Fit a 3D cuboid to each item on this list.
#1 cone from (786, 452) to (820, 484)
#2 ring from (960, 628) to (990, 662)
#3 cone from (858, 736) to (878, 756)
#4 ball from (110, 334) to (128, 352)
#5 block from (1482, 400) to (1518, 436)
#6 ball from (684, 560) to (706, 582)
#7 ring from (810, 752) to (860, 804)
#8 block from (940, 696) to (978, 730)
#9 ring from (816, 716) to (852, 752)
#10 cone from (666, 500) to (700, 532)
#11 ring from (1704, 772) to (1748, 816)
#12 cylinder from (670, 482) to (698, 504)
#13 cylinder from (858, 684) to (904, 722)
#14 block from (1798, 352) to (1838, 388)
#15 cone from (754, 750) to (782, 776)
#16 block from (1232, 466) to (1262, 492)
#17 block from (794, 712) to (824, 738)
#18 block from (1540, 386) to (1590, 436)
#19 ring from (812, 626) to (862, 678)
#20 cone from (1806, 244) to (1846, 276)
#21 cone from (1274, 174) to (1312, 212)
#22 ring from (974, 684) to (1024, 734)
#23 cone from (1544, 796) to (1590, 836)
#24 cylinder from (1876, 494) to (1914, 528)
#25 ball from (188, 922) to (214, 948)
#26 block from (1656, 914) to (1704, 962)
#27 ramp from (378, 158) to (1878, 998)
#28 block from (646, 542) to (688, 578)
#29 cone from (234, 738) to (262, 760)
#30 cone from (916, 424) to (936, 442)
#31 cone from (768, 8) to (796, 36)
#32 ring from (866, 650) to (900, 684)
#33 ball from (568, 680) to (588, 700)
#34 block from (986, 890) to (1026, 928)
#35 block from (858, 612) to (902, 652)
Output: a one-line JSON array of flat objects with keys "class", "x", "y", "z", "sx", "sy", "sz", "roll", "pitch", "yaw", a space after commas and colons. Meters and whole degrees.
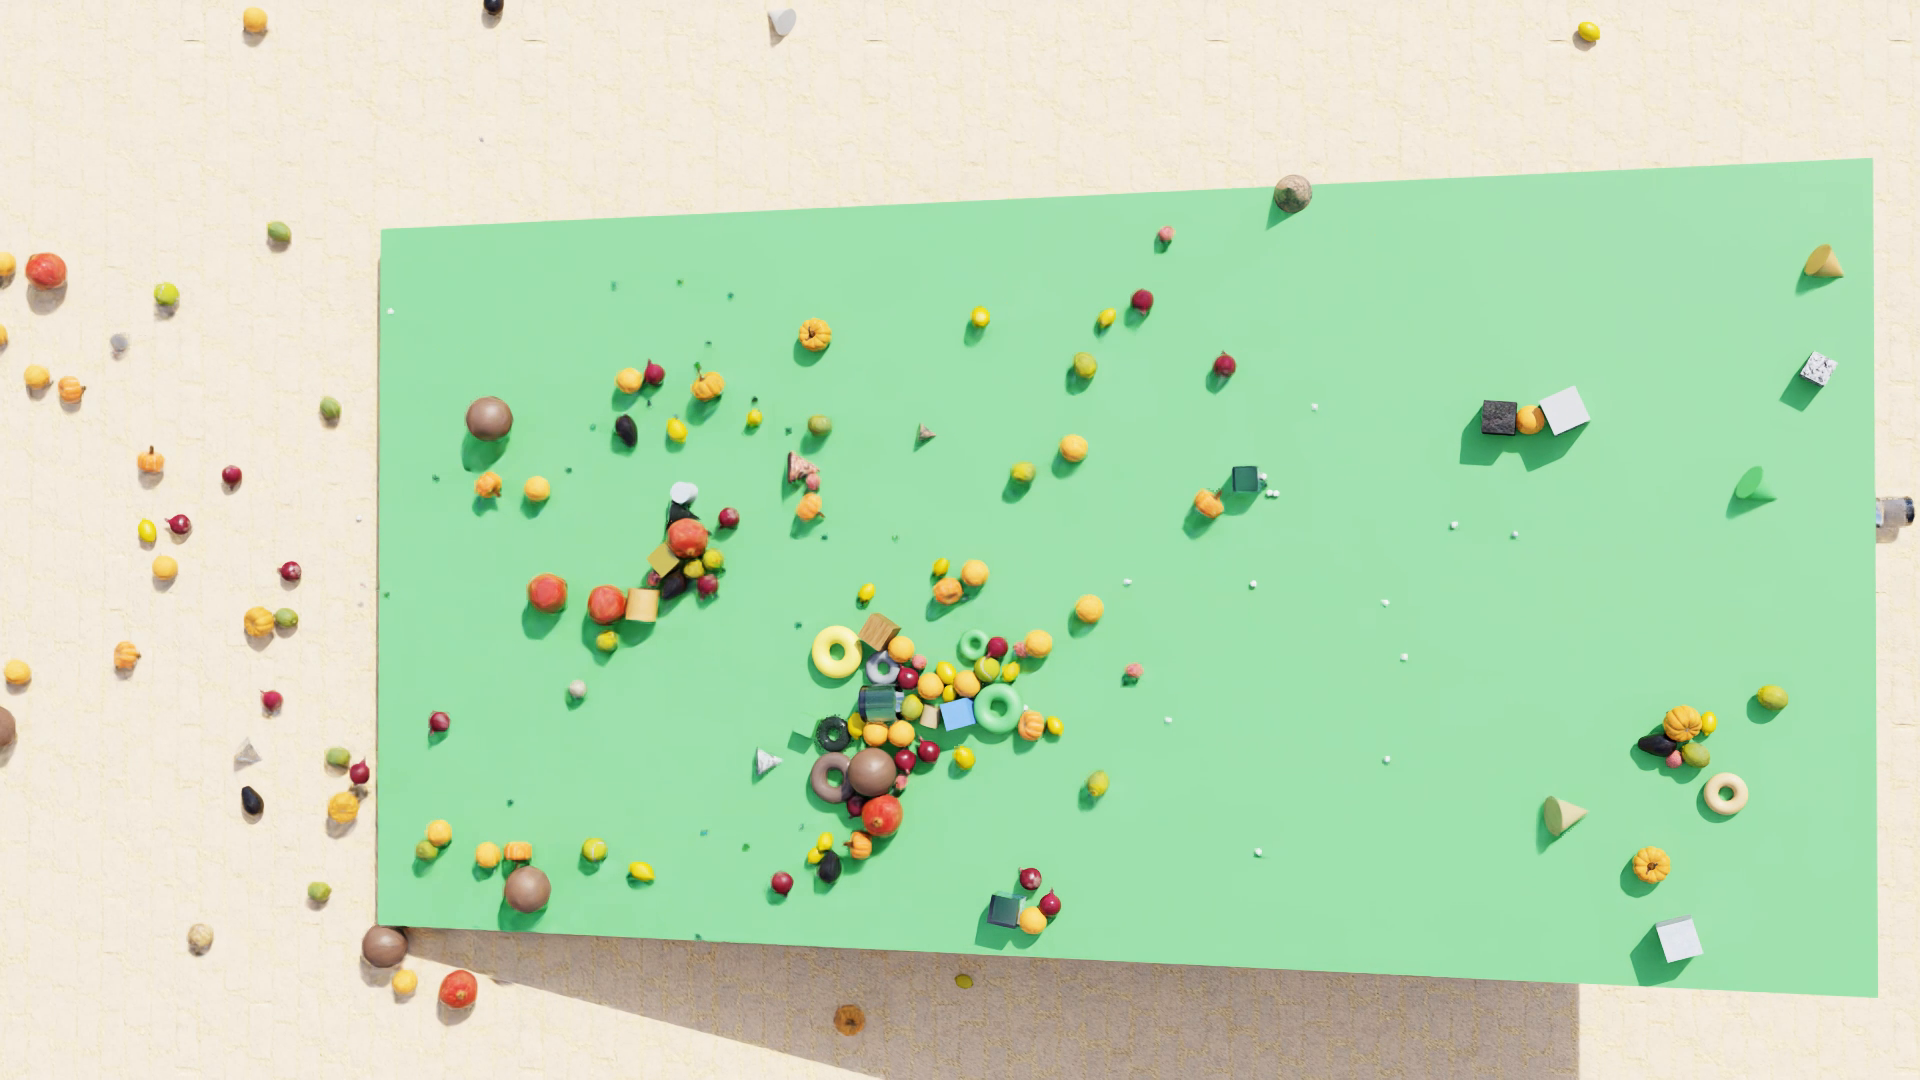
[{"class": "cone", "x": -0.418, "y": -0.193, "z": 5.952, "sx": 0.090, "sy": 0.090, "sz": 0.090, "roll": 4, "pitch": 89, "yaw": -11}, {"class": "ring", "x": 0.040, "y": 0.278, "z": 5.821, "sx": 0.087, "sy": 0.029, "sz": 0.087, "roll": 0, "pitch": 91, "yaw": 17}, {"class": "cone", "x": -0.243, "y": 0.558, "z": 5.899, "sx": 0.055, "sy": 0.055, "sz": 0.055, "roll": 11, "pitch": 89, "yaw": -11}, {"class": "ball", "x": -2.448, "y": -0.576, "z": 6.403, "sx": 0.052, "sy": 0.052, "sz": 0.052, "roll": 0, "pitch": 89, "yaw": 0}, {"class": "block", "x": 1.334, "y": -0.302, "z": 5.437, "sx": 0.079, "sy": 0.079, "sz": 0.079, "roll": 5, "pitch": 90, "yaw": 16}, {"class": "ball", "x": -0.728, "y": 0.082, "z": 6.020, "sx": 0.060, "sy": 0.060, "sz": 0.060, "roll": 0, "pitch": 89, "yaw": 0}, {"class": "ring", "x": -0.336, "y": 0.640, "z": 5.913, "sx": 0.141, "sy": 0.047, "sz": 0.141, "roll": 0, "pitch": 90, "yaw": 15}, {"class": "block", "x": -0.002, "y": 0.459, "z": 5.808, "sx": 0.071, "sy": 0.071, "sz": 0.071, "roll": -16, "pitch": 85, "yaw": 15}, {"class": "ring", "x": -0.340, "y": 0.523, "z": 5.923, "sx": 0.098, "sy": 0.033, "sz": 0.098, "roll": 0, "pitch": 91, "yaw": 16}, {"class": "cone", "x": -0.756, "y": -0.063, "z": 6.045, "sx": 0.091, "sy": 0.091, "sz": 0.091, "roll": 6, "pitch": 89, "yaw": -13}, {"class": "ring", "x": 1.847, "y": 0.612, "z": 5.302, "sx": 0.103, "sy": 0.034, "sz": 0.103, "roll": 0, "pitch": 89, "yaw": 15}, {"class": "cylinder", "x": -0.756, "y": -0.129, "z": 6.037, "sx": 0.059, "sy": 0.059, "sz": 0.059, "roll": 0, "pitch": 89, "yaw": 16}, {"class": "cylinder", "x": -0.209, "y": 0.433, "z": 5.853, "sx": 0.098, "sy": 0.098, "sz": 0.098, "roll": -4, "pitch": 89, "yaw": 16}, {"class": "block", "x": 2.047, "y": -0.407, "z": 5.245, "sx": 0.062, "sy": 0.062, "sz": 0.062, "roll": 30, "pitch": 97, "yaw": 14}, {"class": "cone", "x": -0.515, "y": 0.599, "z": 5.971, "sx": 0.072, "sy": 0.072, "sz": 0.072, "roll": -9, "pitch": 89, "yaw": -20}, {"class": "block", "x": 0.733, "y": -0.155, "z": 5.613, "sx": 0.064, "sy": 0.064, "sz": 0.064, "roll": -2, "pitch": 89, "yaw": 16}, {"class": "block", "x": -0.409, "y": 0.498, "z": 5.932, "sx": 0.053, "sy": 0.053, "sz": 0.053, "roll": 21, "pitch": 95, "yaw": 15}, {"class": "block", "x": 1.482, "y": -0.315, "z": 5.388, "sx": 0.092, "sy": 0.092, "sz": 0.092, "roll": -25, "pitch": 83, "yaw": 14}, {"class": "ring", "x": -0.331, "y": 0.301, "z": 5.916, "sx": 0.143, "sy": 0.048, "sz": 0.143, "roll": 0, "pitch": 91, "yaw": 17}, {"class": "cone", "x": 2.082, "y": -0.651, "z": 5.252, "sx": 0.084, "sy": 0.084, "sz": 0.084, "roll": 31, "pitch": 89, "yaw": 2}, {"class": "cone", "x": 0.838, "y": -0.886, "z": 5.575, "sx": 0.099, "sy": 0.099, "sz": 0.099, "roll": 0, "pitch": 89, "yaw": 16}, {"class": "ring", "x": 0.101, "y": 0.445, "z": 5.793, "sx": 0.136, "sy": 0.045, "sz": 0.136, "roll": 0, "pitch": 89, "yaw": 15}, {"class": "cone", "x": 1.500, "y": 0.671, "z": 5.393, "sx": 0.099, "sy": 0.099, "sz": 0.099, "roll": -7, "pitch": 89, "yaw": -12}, {"class": "cylinder", "x": 2.705, "y": -0.083, "z": 6.376, "sx": 0.089, "sy": 0.089, "sz": 0.089, "roll": -8, "pitch": 89, "yaw": 8}, {"class": "ball", "x": -2.199, "y": 1.143, "z": 6.368, "sx": 0.070, "sy": 0.070, "sz": 0.070, "roll": 0, "pitch": 89, "yaw": 0}, {"class": "block", "x": 1.734, "y": 0.960, "z": 5.302, "sx": 0.085, "sy": 0.085, "sz": 0.085, "roll": -18, "pitch": 84, "yaw": 15}, {"class": "ramp", "x": 0.268, "y": 0.096, "z": 5.826, "sx": 4.000, "sy": 0.100, "sz": 2.000, "roll": 0, "pitch": 89, "yaw": 16}, {"class": "block", "x": -0.802, "y": 0.055, "z": 6.040, "sx": 0.071, "sy": 0.071, "sz": 0.071, "roll": -41, "pitch": 79, "yaw": 11}, {"class": "cone", "x": -2.059, "y": 0.623, "z": 6.395, "sx": 0.072, "sy": 0.072, "sz": 0.072, "roll": 36, "pitch": 89, "yaw": -26}, {"class": "cone", "x": -0.085, "y": -0.283, "z": 5.867, "sx": 0.052, "sy": 0.052, "sz": 0.052, "roll": 10, "pitch": 89, "yaw": -11}, {"class": "cone", "x": -0.536, "y": -1.530, "z": 6.425, "sx": 0.082, "sy": 0.082, "sz": 0.082, "roll": 34, "pitch": 89, "yaw": 27}, {"class": "ring", "x": -0.206, "y": 0.345, "z": 5.887, "sx": 0.100, "sy": 0.033, "sz": 0.100, "roll": -1, "pitch": 88, "yaw": 17}, {"class": "ball", "x": -1.063, "y": 0.416, "z": 6.118, "sx": 0.053, "sy": 0.053, "sz": 0.053, "roll": 0, "pitch": 89, "yaw": 0}, {"class": "block", "x": 0.122, "y": 0.968, "z": 5.763, "sx": 0.076, "sy": 0.076, "sz": 0.076, "roll": 10, "pitch": 92, "yaw": 16}, {"class": "block", "x": -0.215, "y": 0.246, "z": 5.870, "sx": 0.074, "sy": 0.074, "sz": 0.074, "roll": 35, "pitch": 98, "yaw": 14}]
